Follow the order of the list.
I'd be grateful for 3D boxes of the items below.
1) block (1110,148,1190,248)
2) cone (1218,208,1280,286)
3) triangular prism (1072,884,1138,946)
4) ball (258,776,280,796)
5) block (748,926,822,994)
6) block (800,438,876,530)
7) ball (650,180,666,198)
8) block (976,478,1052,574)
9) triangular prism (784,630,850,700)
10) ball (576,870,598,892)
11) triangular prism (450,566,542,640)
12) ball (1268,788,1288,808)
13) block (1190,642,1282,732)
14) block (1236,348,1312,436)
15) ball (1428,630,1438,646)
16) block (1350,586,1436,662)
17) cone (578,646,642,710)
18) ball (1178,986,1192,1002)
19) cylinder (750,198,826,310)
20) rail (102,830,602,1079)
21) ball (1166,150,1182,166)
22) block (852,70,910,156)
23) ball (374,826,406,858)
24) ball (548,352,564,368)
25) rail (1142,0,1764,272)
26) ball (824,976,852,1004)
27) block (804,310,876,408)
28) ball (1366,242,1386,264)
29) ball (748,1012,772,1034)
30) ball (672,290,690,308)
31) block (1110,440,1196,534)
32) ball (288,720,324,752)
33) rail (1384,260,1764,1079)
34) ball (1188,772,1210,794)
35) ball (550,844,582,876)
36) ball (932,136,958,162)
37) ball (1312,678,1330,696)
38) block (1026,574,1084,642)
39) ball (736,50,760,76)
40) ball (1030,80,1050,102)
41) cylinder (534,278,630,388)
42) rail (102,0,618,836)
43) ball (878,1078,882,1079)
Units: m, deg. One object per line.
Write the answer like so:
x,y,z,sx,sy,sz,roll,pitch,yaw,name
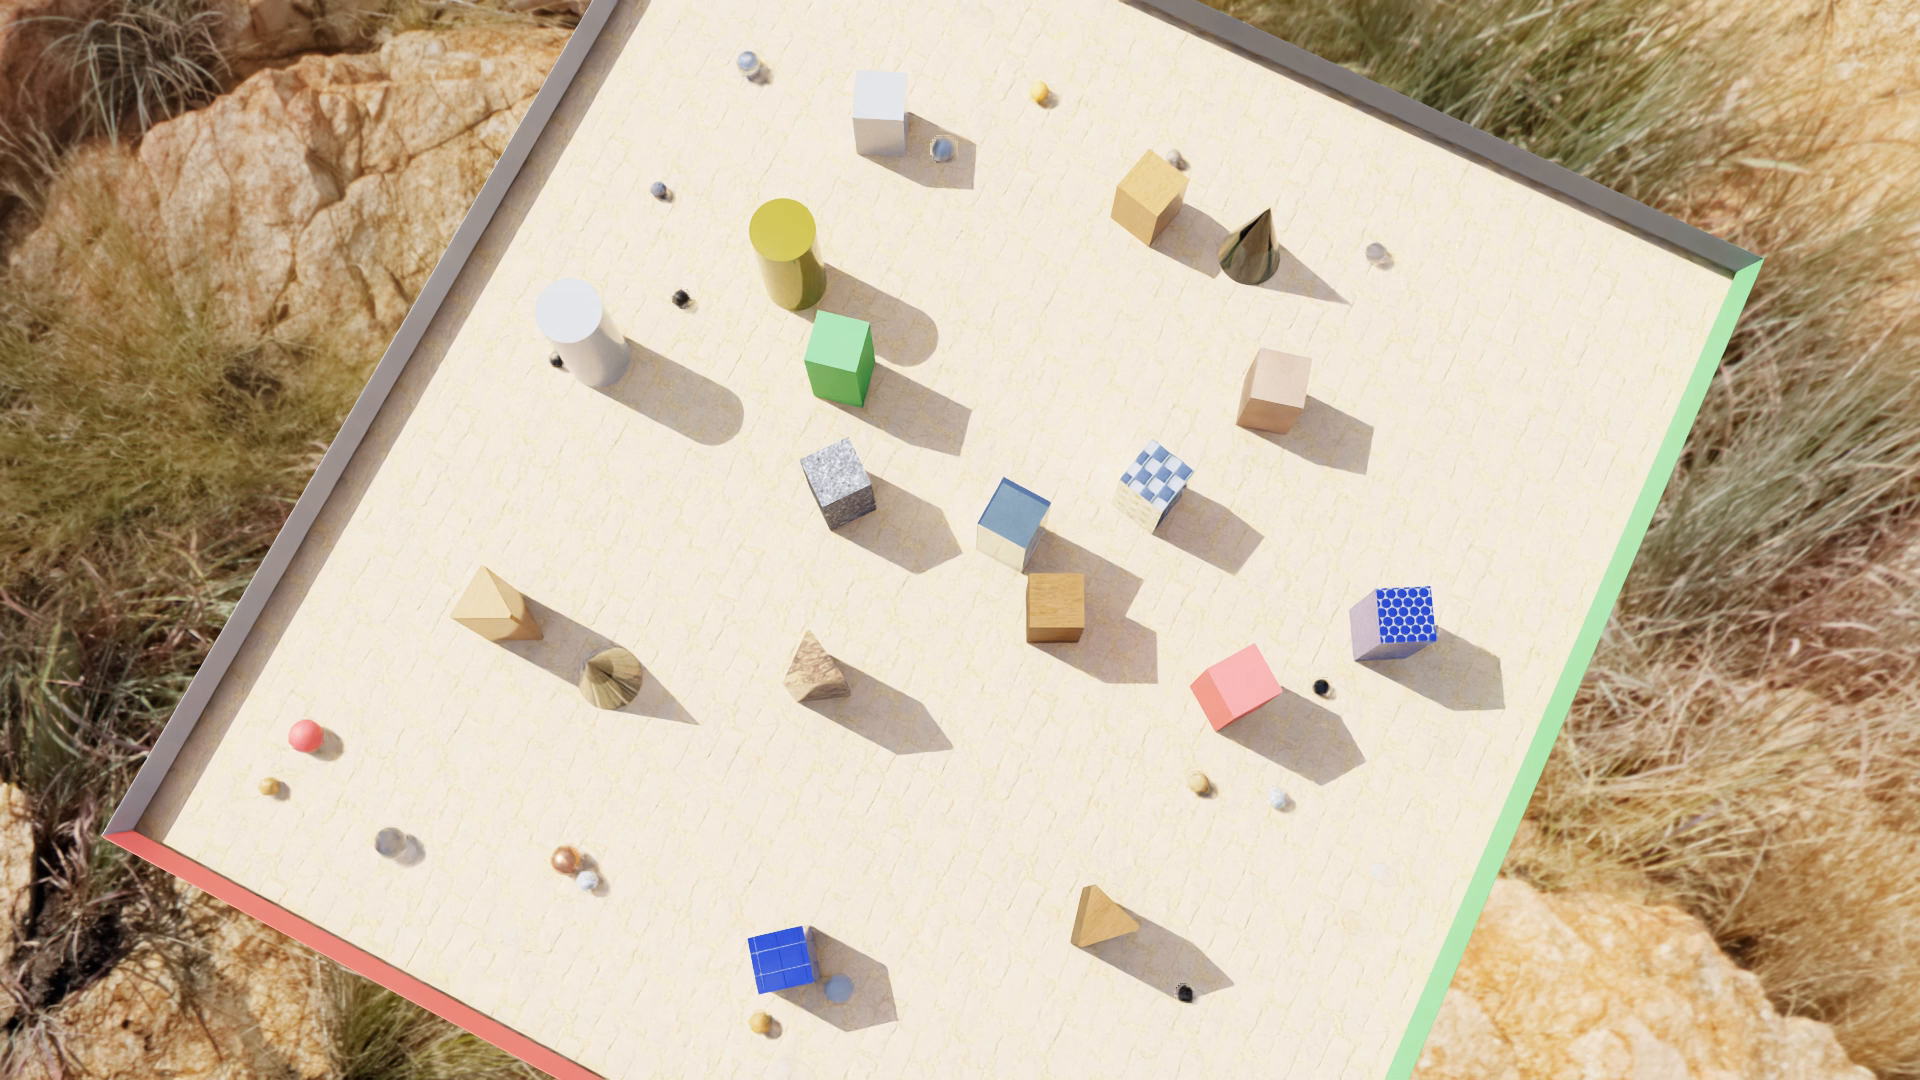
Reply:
0.589,-1.062,5.705,0.157,0.258,0.157,39,81,7,block
0.916,-0.941,5.604,0.197,0.405,0.197,0,78,0,cone
0.387,1.052,5.199,0.170,0.391,0.147,-16,79,-3,triangular prism
-2.049,0.730,5.436,0.057,0.057,0.057,0,78,0,ball
-0.498,1.194,5.225,0.157,0.283,0.157,-13,79,-3,block
-0.361,-0.164,5.480,0.157,0.334,0.157,-25,79,-5,block
-0.957,-1.114,5.820,0.053,0.053,0.053,0,78,0,ball
0.156,-0.040,5.433,0.157,0.376,0.157,28,80,6,block
-0.420,0.365,5.344,0.170,0.386,0.147,-6,78,-1,triangular prism
-1.094,1.001,5.377,0.063,0.063,0.063,0,78,0,ball
-1.348,0.185,5.365,0.170,0.417,0.147,-1,78,0,triangular prism
0.940,0.765,5.428,0.060,0.060,0.060,0,78,0,ball
0.798,0.433,5.328,0.157,0.390,0.157,-28,80,-5,block
0.949,-0.447,5.552,0.157,0.307,0.157,12,79,2,block
1.406,0.285,5.521,0.068,0.068,0.068,0,78,0,ball
1.265,0.248,5.377,0.157,0.368,0.157,-3,78,-1,block
-1.056,0.380,5.359,0.197,0.350,0.197,0,78,0,cone
0.653,1.319,5.321,0.045,0.045,0.045,0,78,0,ball
-0.519,-0.862,5.569,0.197,0.442,0.197,0,78,0,cylinder
-0.840,1.652,5.208,3.662,0.128,0.045,26,80,5,rail
0.682,-1.219,5.842,0.052,0.052,0.052,0,78,0,ball
-0.247,-1.337,5.754,0.157,0.272,0.157,4,78,1,block
-1.674,0.890,5.385,0.093,0.093,0.093,0,78,0,ball
-1.255,-0.561,5.706,0.053,0.053,0.053,0,78,0,ball
0.840,-1.639,5.890,3.662,0.128,0.045,26,80,5,rail
-0.353,1.302,5.306,0.081,0.081,0.081,0,78,0,ball
-0.360,-0.542,5.536,0.157,0.379,0.157,14,79,3,block
1.309,-0.905,5.771,0.066,0.066,0.066,0,78,0,ball
-0.578,1.396,5.295,0.064,0.064,0.064,0,78,0,ball
-0.875,-0.757,5.746,0.053,0.053,0.053,0,78,0,ball
0.575,-0.157,5.488,0.157,0.314,0.157,38,81,7,block
-1.945,0.583,5.446,0.098,0.098,0.098,0,78,0,ball
1.617,0.798,5.385,0.045,0.128,3.805,26,80,5,rail
0.708,0.722,5.436,0.062,0.062,0.062,0,78,0,ball
-1.156,0.939,5.377,0.089,0.089,0.089,0,78,0,ball
-0.048,-1.243,5.834,0.078,0.078,0.078,0,78,0,ball
1.084,0.442,5.499,0.052,0.052,0.052,0,78,0,ball
0.279,0.204,5.421,0.157,0.301,0.157,0,78,0,block
-0.681,-1.532,5.892,0.082,0.082,0.082,0,78,0,ball
0.255,-1.441,5.882,0.064,0.064,0.064,0,78,0,ball
-1.130,-0.617,5.513,0.197,0.452,0.197,0,78,0,cylinder
-1.617,-0.785,5.713,0.045,0.128,3.805,26,80,5,rail
-0.229,1.572,5.267,0.047,0.047,0.047,0,78,0,ball
